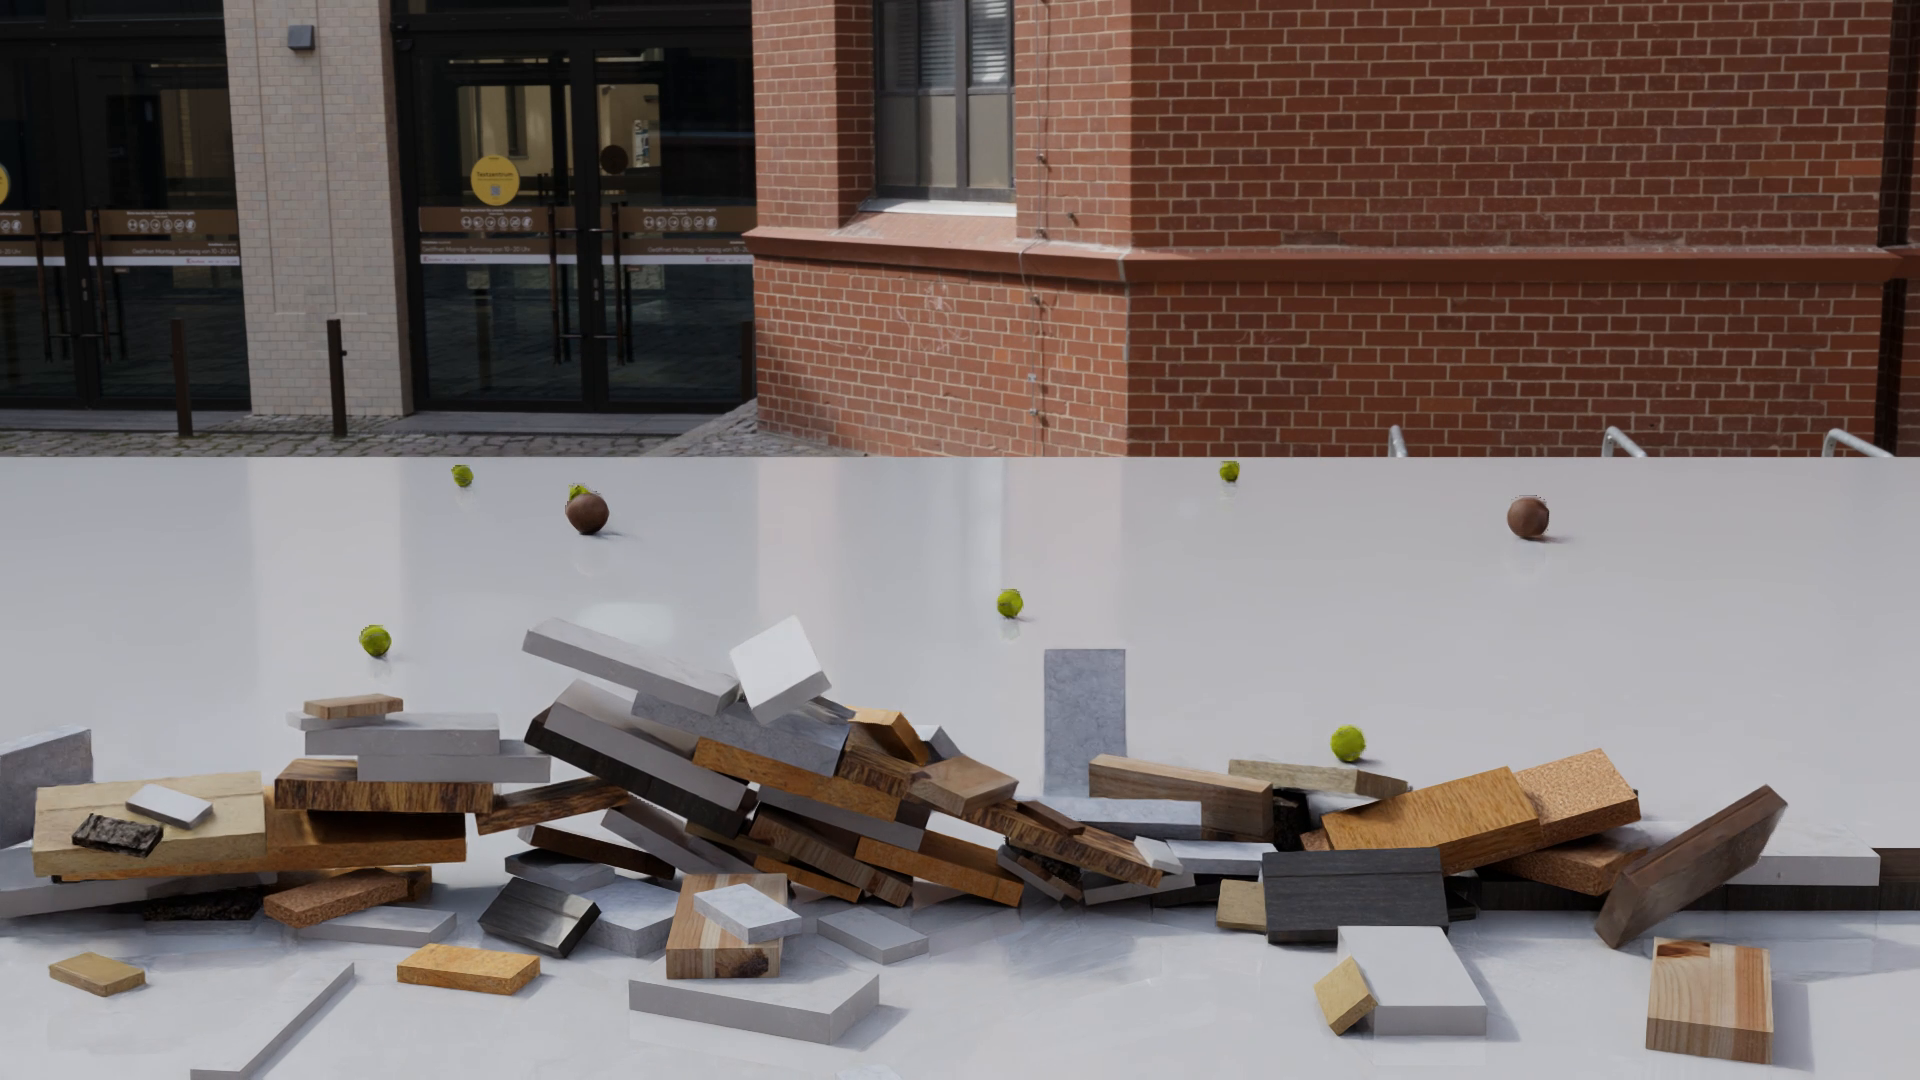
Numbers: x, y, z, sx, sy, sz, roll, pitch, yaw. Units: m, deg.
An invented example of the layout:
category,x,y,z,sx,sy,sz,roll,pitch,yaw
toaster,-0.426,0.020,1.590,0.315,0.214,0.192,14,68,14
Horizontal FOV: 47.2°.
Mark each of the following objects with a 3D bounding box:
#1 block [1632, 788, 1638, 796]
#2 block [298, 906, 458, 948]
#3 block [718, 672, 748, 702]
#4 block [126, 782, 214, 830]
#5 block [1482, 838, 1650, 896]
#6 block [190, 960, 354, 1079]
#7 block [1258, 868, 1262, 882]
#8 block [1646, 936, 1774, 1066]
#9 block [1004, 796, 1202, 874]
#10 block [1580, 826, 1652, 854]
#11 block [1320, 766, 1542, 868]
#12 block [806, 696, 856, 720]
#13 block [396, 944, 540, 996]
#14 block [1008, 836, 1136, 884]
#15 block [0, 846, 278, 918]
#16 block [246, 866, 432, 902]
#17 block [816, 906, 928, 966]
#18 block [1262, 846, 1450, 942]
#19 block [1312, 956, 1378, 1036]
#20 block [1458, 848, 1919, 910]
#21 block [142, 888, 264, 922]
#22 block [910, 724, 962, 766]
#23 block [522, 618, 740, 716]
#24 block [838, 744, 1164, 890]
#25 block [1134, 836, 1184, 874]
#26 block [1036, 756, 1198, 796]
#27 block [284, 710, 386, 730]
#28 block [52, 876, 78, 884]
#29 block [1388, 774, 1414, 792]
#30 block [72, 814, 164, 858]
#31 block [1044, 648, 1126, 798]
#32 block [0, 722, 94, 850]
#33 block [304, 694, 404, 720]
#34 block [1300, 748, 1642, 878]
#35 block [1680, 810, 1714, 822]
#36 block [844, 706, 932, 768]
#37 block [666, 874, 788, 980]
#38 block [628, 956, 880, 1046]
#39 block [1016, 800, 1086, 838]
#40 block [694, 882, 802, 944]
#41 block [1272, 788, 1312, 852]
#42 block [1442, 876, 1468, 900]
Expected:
category,x,y,z,sx,sy,sz,roll,pitch,yaw
block,1.096,0.497,4.047,0.314,0.044,0.157,-10,15,-43
block,-0.924,0.610,3.489,0.227,0.027,0.094,2,11,13
block,-0.382,0.245,3.666,0.098,0.014,0.049,26,13,39
block,-1.257,0.424,3.497,0.119,0.017,0.059,15,29,14
block,0.952,0.512,3.686,0.347,0.049,0.173,10,14,43
block,-0.971,0.680,3.128,0.070,0.020,0.398,1,11,6
block,0.551,0.576,3.535,0.149,0.075,0.021,5,-16,24
block,1.081,0.659,3.170,0.164,0.047,0.328,4,11,19
block,0.242,0.501,3.718,0.328,0.164,0.047,1,50,6
block,1.068,0.486,3.638,0.066,0.019,0.132,-8,13,-36
block,0.767,0.471,3.593,0.320,0.045,0.160,-15,26,2
block,-0.223,0.271,3.626,0.098,0.014,0.049,26,-12,-19
block,-0.738,0.644,3.303,0.188,0.027,0.094,3,11,16
block,0.186,0.511,3.609,0.216,0.021,0.075,18,10,-2
block,-1.361,0.540,3.633,0.441,0.046,0.163,-5,19,-16
block,-1.332,0.571,3.696,0.871,0.028,0.100,1,11,3
block,-0.138,0.619,3.444,0.088,0.025,0.176,-8,13,-38
block,0.619,0.558,3.461,0.277,0.039,0.139,-3,53,5
block,0.552,0.653,3.156,0.073,0.021,0.146,-41,8,7
block,1.410,0.565,3.670,1.118,0.049,0.173,0,11,0
block,-1.230,0.594,3.581,0.169,0.024,0.085,0,11,-1
block,-0.094,0.375,3.804,0.253,0.126,0.036,-4,41,47
block,-0.531,0.204,3.567,0.333,0.036,0.126,18,10,7
block,0.070,0.448,3.587,0.544,0.030,0.108,19,10,4
block,0.322,0.511,3.568,0.052,0.015,0.103,16,10,-15
block,0.310,0.469,4.157,0.301,0.043,0.150,-6,14,-18
block,-1.003,0.286,3.530,0.139,0.020,0.069,-1,7,-37
block,-1.396,0.522,3.555,0.140,0.020,0.070,-4,20,-29
block,0.625,0.465,4.044,0.414,0.021,0.073,-2,11,-12
block,-1.309,0.460,3.418,0.119,0.017,0.059,10,29,4
block,0.230,0.367,4.043,0.150,0.344,0.043,0,-26,2
block,-1.596,0.427,3.642,0.046,0.163,0.327,13,19,35
block,-0.974,0.267,3.534,0.069,0.020,0.139,8,7,42
block,0.841,0.476,3.644,0.528,0.045,0.160,-16,26,1
block,1.345,0.520,3.992,0.066,0.019,0.132,7,13,33
block,-0.159,0.330,3.739,0.215,0.108,0.030,2,47,43
block,-0.349,0.582,3.335,0.162,0.046,0.324,0,11,-2
block,-0.298,0.655,3.192,0.324,0.046,0.162,4,11,23
block,0.148,0.452,3.573,0.103,0.015,0.052,25,12,33
block,-0.318,0.556,3.280,0.088,0.025,0.176,-7,13,-33
block,0.474,0.488,3.826,0.277,0.139,0.039,7,34,32
block,0.766,0.578,3.671,0.155,0.022,0.077,3,11,15
